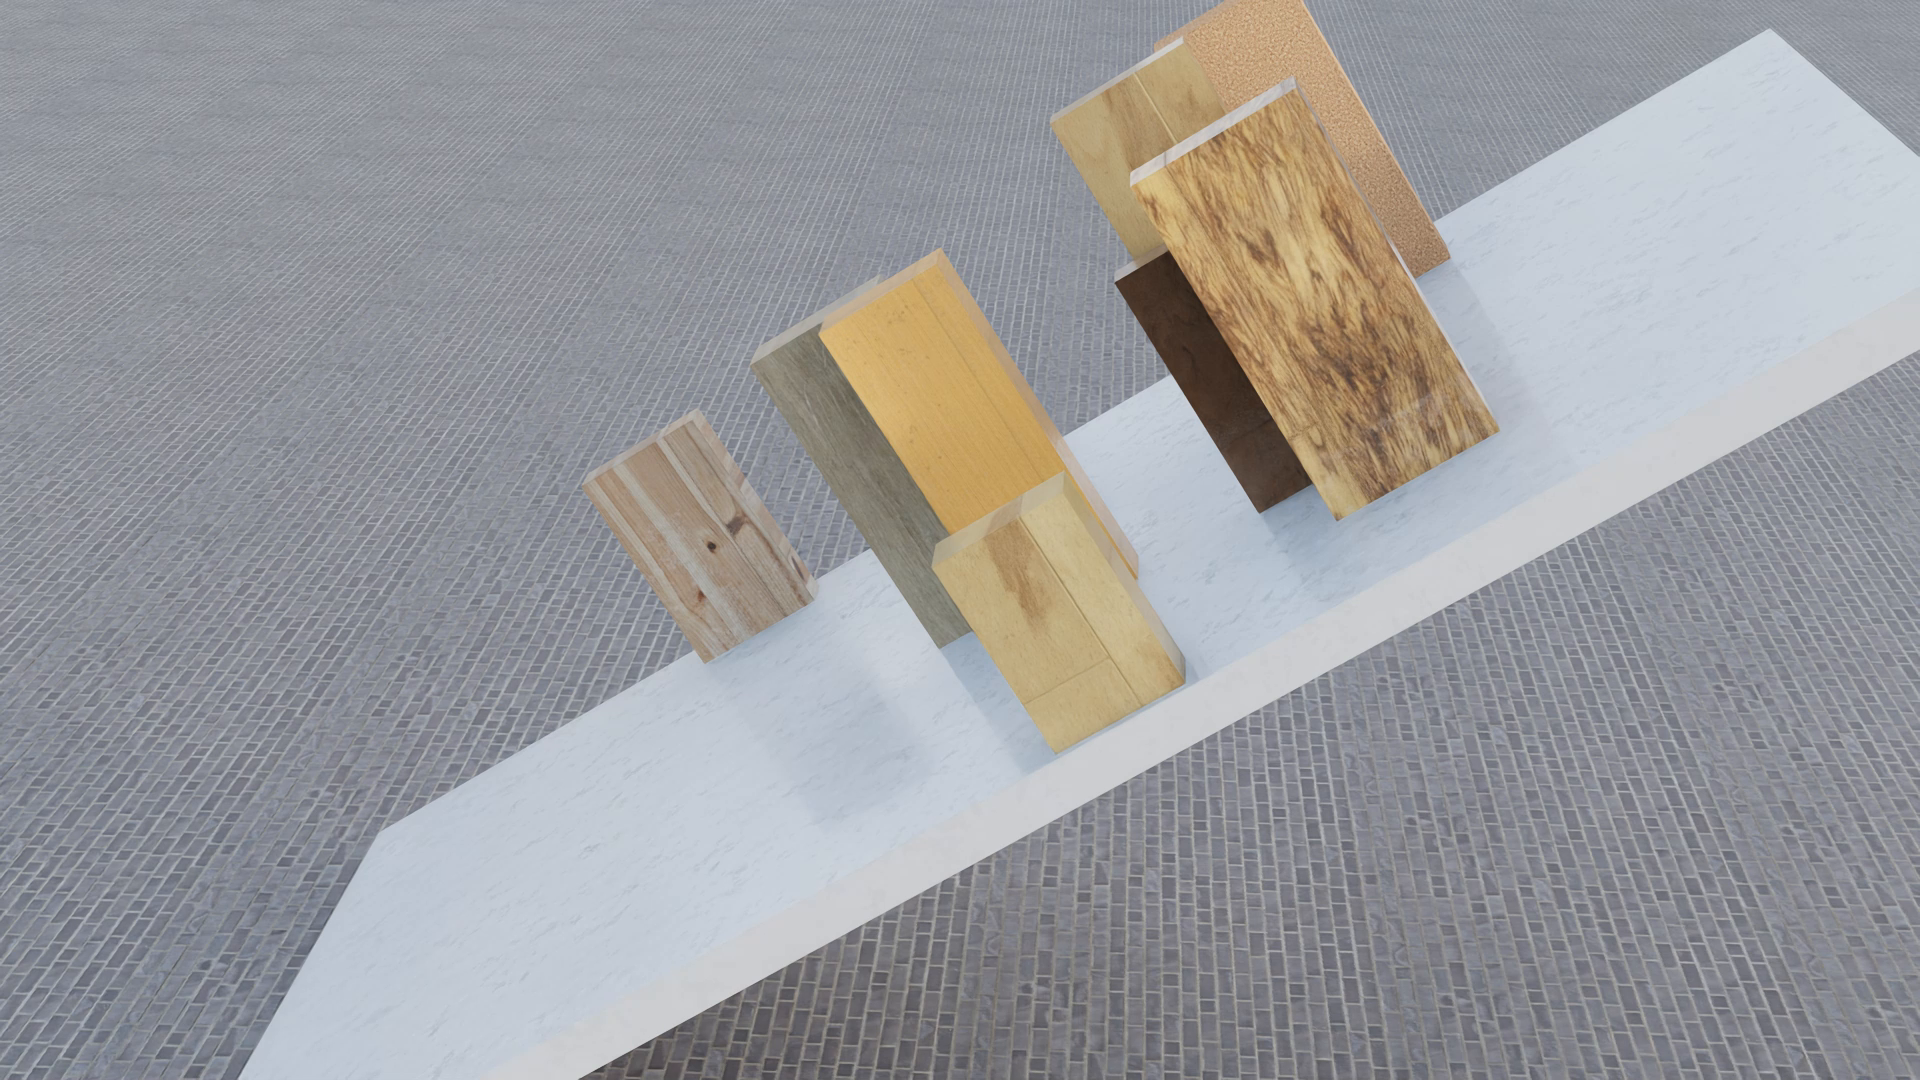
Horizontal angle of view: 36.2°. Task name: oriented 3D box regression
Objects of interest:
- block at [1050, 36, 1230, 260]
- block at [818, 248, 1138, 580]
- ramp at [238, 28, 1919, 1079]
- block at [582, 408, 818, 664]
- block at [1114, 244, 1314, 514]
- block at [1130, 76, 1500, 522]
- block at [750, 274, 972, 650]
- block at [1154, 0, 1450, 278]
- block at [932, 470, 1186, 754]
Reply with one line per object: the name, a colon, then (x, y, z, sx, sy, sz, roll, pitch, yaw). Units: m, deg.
block: (0.540, -0.653, 6.318, 0.328, 0.789, 0.085, -30, 15, 13)
block: (0.044, -0.186, 5.926, 0.275, 0.763, 0.136, -30, 15, 13)
ramp: (0.141, 0.169, 6.291, 4.000, 0.100, 2.000, -30, 15, 13)
block: (-0.634, -0.008, 7.212, 0.328, 0.541, 0.101, -30, 15, 13)
block: (0.617, -0.386, 5.772, 0.397, 0.554, 0.084, -30, 15, 13)
block: (0.661, -0.444, 5.471, 0.348, 0.754, 0.121, -30, 15, 13)
block: (-0.106, -0.162, 6.214, 0.311, 0.736, 0.136, -30, 15, 13)
block: (0.772, -0.876, 6.626, 0.332, 0.745, 0.124, -30, 15, 13)
block: (0.180, 0.132, 5.303, 0.274, 0.422, 0.123, -30, 15, 13)
